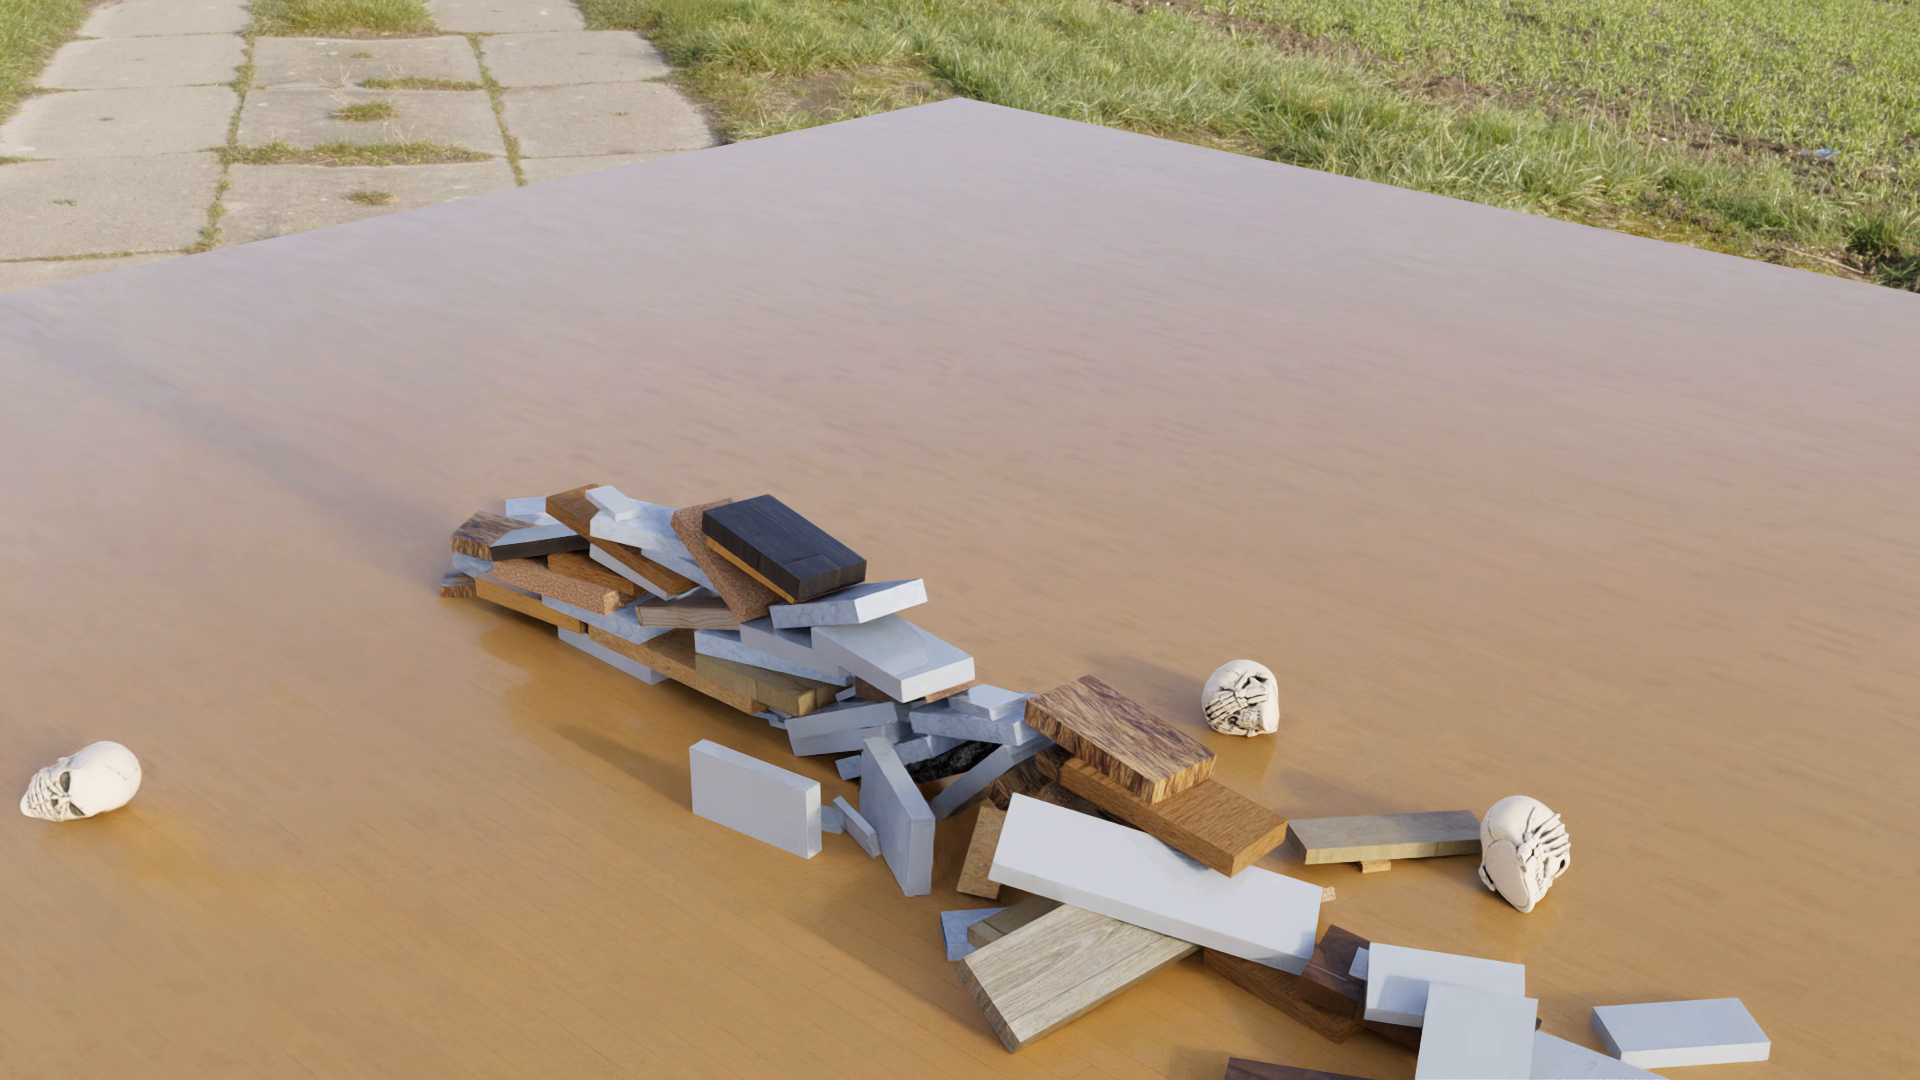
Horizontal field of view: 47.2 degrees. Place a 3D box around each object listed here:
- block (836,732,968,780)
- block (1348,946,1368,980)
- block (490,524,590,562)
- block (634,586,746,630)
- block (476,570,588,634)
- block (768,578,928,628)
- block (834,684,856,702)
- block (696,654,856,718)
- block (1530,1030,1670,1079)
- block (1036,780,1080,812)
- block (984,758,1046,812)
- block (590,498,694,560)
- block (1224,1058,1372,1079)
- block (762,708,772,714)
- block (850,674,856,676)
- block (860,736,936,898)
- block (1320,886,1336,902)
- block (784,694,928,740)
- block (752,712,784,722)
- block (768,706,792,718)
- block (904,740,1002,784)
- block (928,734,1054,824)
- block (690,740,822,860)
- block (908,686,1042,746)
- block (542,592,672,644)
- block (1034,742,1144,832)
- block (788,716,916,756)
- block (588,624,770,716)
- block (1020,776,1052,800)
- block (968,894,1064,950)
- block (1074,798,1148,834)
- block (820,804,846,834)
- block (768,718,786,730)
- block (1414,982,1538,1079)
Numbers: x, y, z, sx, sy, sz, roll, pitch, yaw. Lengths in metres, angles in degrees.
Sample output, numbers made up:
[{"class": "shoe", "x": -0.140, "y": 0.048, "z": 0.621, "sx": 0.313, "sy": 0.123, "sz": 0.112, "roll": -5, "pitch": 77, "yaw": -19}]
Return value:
[{"class": "block", "x": -0.103, "y": 0.424, "z": 4.514, "sx": 0.155, "sy": 0.044, "sz": 0.310, "roll": -22, "pitch": 1, "yaw": -41}, {"class": "block", "x": 0.729, "y": 0.741, "z": 3.764, "sx": 0.115, "sy": 0.016, "sz": 0.058, "roll": 20, "pitch": 34, "yaw": 15}, {"class": "block", "x": -0.957, "y": -0.002, "z": 5.149, "sx": 0.256, "sy": 0.036, "sz": 0.128, "roll": -8, "pitch": 16, "yaw": 15}, {"class": "block", "x": -0.545, "y": 0.144, "z": 4.882, "sx": 0.336, "sy": 0.048, "sz": 0.168, "roll": 0, "pitch": 19, "yaw": 41}, {"class": "block", "x": -0.973, "y": 0.127, "z": 5.269, "sx": 0.353, "sy": 0.050, "sz": 0.176, "roll": 17, "pitch": 28, "yaw": 33}, {"class": "block", "x": -0.235, "y": 0.133, "z": 4.554, "sx": 0.170, "sy": 0.048, "sz": 0.339, "roll": -17, "pitch": 6, "yaw": -35}, {"class": "block", "x": -0.201, "y": 0.307, "z": 4.627, "sx": 0.122, "sy": 0.017, "sz": 0.061, "roll": -25, "pitch": -1, "yaw": 41}, {"class": "block", "x": -0.399, "y": 0.288, "z": 4.746, "sx": 0.331, "sy": 0.047, "sz": 0.166, "roll": 18, "pitch": 28, "yaw": 40}, {"class": "block", "x": 1.009, "y": 0.894, "z": 3.597, "sx": 0.314, "sy": 0.044, "sz": 0.157, "roll": 16, "pitch": 28, "yaw": 33}, {"class": "block", "x": 0.288, "y": 0.566, "z": 4.161, "sx": 0.148, "sy": 0.042, "sz": 0.295, "roll": -21, "pitch": 66, "yaw": -40}, {"class": "block", "x": 0.182, "y": 0.552, "z": 4.236, "sx": 0.134, "sy": 0.038, "sz": 0.268, "roll": -22, "pitch": 63, "yaw": -41}, {"class": "block", "x": -0.667, "y": -0.025, "z": 4.902, "sx": 0.277, "sy": 0.039, "sz": 0.139, "roll": 13, "pitch": 28, "yaw": 10}, {"class": "block", "x": 0.556, "y": 0.911, "z": 3.566, "sx": 0.259, "sy": 0.037, "sz": 0.130, "roll": 6, "pitch": 24, "yaw": 14}, {"class": "block", "x": -0.439, "y": 0.359, "z": 4.857, "sx": 0.053, "sy": 0.015, "sz": 0.106, "roll": -20, "pitch": 19, "yaw": -38}, {"class": "block", "x": -0.195, "y": 0.269, "z": 4.580, "sx": 0.122, "sy": 0.017, "sz": 0.061, "roll": 21, "pitch": 29, "yaw": 28}, {"class": "block", "x": -0.125, "y": 0.535, "z": 4.282, "sx": 0.047, "sy": 0.167, "sz": 0.335, "roll": -4, "pitch": 23, "yaw": -18}, {"class": "block", "x": 0.603, "y": 0.673, "z": 4.090, "sx": 0.169, "sy": 0.024, "sz": 0.085, "roll": -7, "pitch": -9, "yaw": -17}, {"class": "block", "x": -0.201, "y": 0.353, "z": 4.588, "sx": 0.310, "sy": 0.044, "sz": 0.155, "roll": -13, "pitch": 7, "yaw": 39}, {"class": "block", "x": -0.414, "y": 0.377, "z": 4.830, "sx": 0.097, "sy": 0.014, "sz": 0.049, "roll": 7, "pitch": 21, "yaw": 45}, {"class": "block", "x": -0.377, "y": 0.365, "z": 4.779, "sx": 0.049, "sy": 0.014, "sz": 0.097, "roll": -21, "pitch": 30, "yaw": -39}, {"class": "block", "x": -0.035, "y": 0.446, "z": 4.458, "sx": 0.156, "sy": 0.044, "sz": 0.312, "roll": -22, "pitch": 1, "yaw": -41}, {"class": "block", "x": 0.069, "y": 0.460, "z": 4.352, "sx": 0.156, "sy": 0.312, "sz": 0.044, "roll": -22, "pitch": 76, "yaw": -42}, {"class": "block", "x": -0.406, "y": 0.512, "z": 4.360, "sx": 0.303, "sy": 0.152, "sz": 0.043, "roll": 16, "pitch": 28, "yaw": 33}, {"class": "block", "x": 0.060, "y": 0.344, "z": 4.323, "sx": 0.156, "sy": 0.044, "sz": 0.312, "roll": -21, "pitch": 14, "yaw": -38}, {"class": "block", "x": -0.798, "y": 0.147, "z": 5.101, "sx": 0.331, "sy": 0.047, "sz": 0.166, "roll": 19, "pitch": 29, "yaw": 36}, {"class": "block", "x": 0.283, "y": 0.451, "z": 4.124, "sx": 0.134, "sy": 0.038, "sz": 0.268, "roll": -20, "pitch": 37, "yaw": -40}, {"class": "block", "x": -0.202, "y": 0.397, "z": 4.610, "sx": 0.155, "sy": 0.044, "sz": 0.310, "roll": -22, "pitch": 7, "yaw": -41}, {"class": "block", "x": -0.597, "y": 0.259, "z": 4.958, "sx": 0.563, "sy": 0.047, "sz": 0.166, "roll": 20, "pitch": 30, "yaw": 39}, {"class": "block", "x": 0.241, "y": 0.560, "z": 4.197, "sx": 0.134, "sy": 0.038, "sz": 0.268, "roll": -24, "pitch": 68, "yaw": -42}, {"class": "block", "x": 0.138, "y": 0.699, "z": 3.989, "sx": 0.230, "sy": 0.033, "sz": 0.115, "roll": -18, "pitch": 29, "yaw": -36}, {"class": "block", "x": 0.358, "y": 0.578, "z": 4.133, "sx": 0.148, "sy": 0.042, "sz": 0.295, "roll": -19, "pitch": 66, "yaw": -39}, {"class": "block", "x": -0.285, "y": 0.557, "z": 4.424, "sx": 0.128, "sy": 0.018, "sz": 0.064, "roll": 9, "pitch": 25, "yaw": 20}, {"class": "block", "x": -0.365, "y": 0.397, "z": 4.785, "sx": 0.097, "sy": 0.014, "sz": 0.049, "roll": 9, "pitch": 23, "yaw": 44}, {"class": "block", "x": 0.815, "y": 0.871, "z": 3.504, "sx": 0.174, "sy": 0.049, "sz": 0.347, "roll": 7, "pitch": 43, "yaw": 16}]
